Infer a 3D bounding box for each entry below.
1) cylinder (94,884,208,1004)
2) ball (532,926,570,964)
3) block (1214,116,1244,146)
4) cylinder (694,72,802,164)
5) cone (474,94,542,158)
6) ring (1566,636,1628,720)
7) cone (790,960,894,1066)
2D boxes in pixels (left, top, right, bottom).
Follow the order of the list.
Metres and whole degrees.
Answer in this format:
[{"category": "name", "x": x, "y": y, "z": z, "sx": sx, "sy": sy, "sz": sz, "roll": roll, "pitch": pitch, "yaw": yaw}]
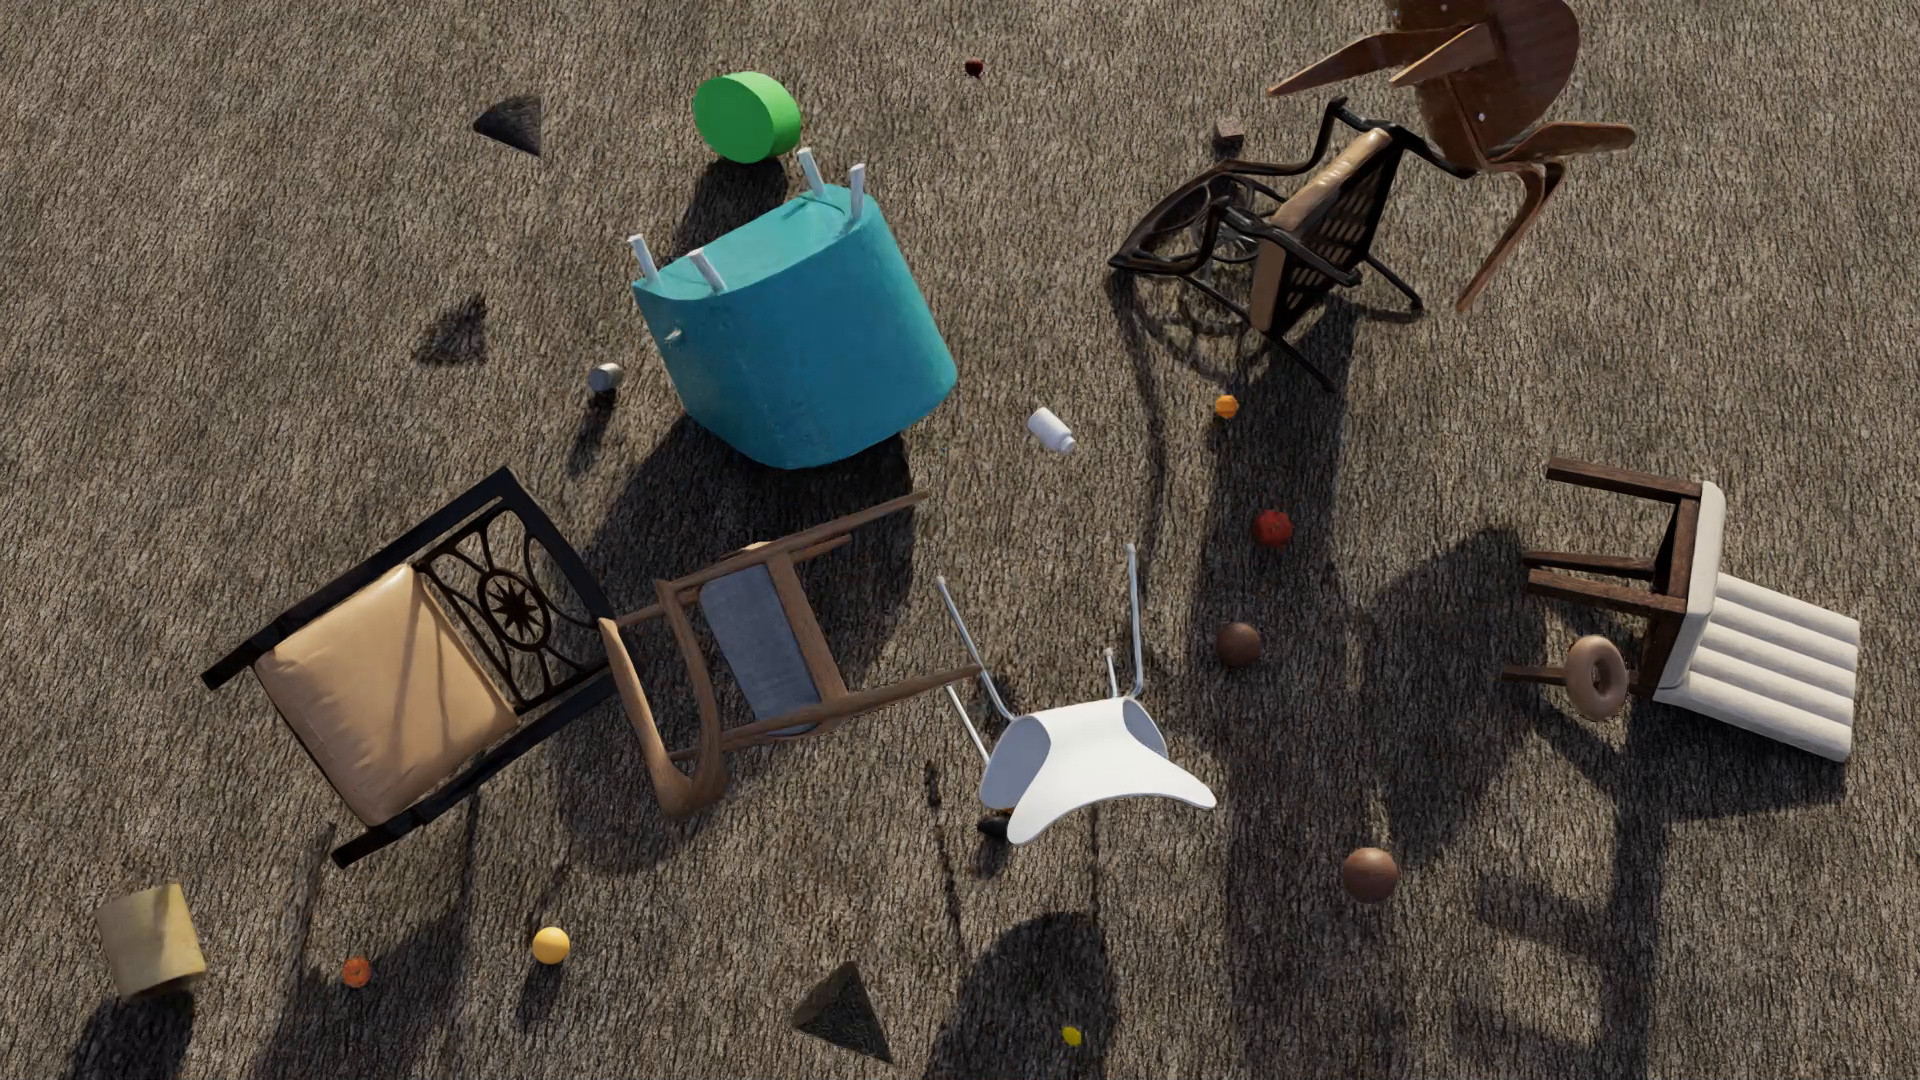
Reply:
[{"category": "cylinder", "x": -2.096, "y": 1.046, "z": 5.700, "sx": 0.222, "sy": 0.210, "sz": 0.240, "roll": -9, "pitch": 73, "yaw": -49}, {"category": "ball", "x": -1.078, "y": 1.070, "z": 5.798, "sx": 0.097, "sy": 0.097, "sz": 0.097, "roll": 0, "pitch": 56, "yaw": 0}, {"category": "block", "x": 0.916, "y": -1.390, "z": 7.481, "sx": 0.079, "sy": 0.043, "sz": 0.083, "roll": -9, "pitch": 57, "yaw": -6}, {"category": "cylinder", "x": -0.705, "y": -1.407, "z": 7.314, "sx": 0.318, "sy": 0.243, "sz": 0.222, "roll": 43, "pitch": 26, "yaw": 3}, {"category": "cone", "x": -1.410, "y": -1.309, "z": 7.109, "sx": 0.249, "sy": 0.118, "sz": 0.221, "roll": -30, "pitch": 66, "yaw": -19}, {"category": "ring", "x": 1.486, "y": 0.320, "z": 5.137, "sx": 0.140, "sy": 0.082, "sz": 0.199, "roll": -8, "pitch": 90, "yaw": -17}, {"category": "cone", "x": -0.241, "y": 1.167, "z": 5.238, "sx": 0.213, "sy": 0.206, "sz": 0.249, "roll": -44, "pitch": 98, "yaw": -2}]
